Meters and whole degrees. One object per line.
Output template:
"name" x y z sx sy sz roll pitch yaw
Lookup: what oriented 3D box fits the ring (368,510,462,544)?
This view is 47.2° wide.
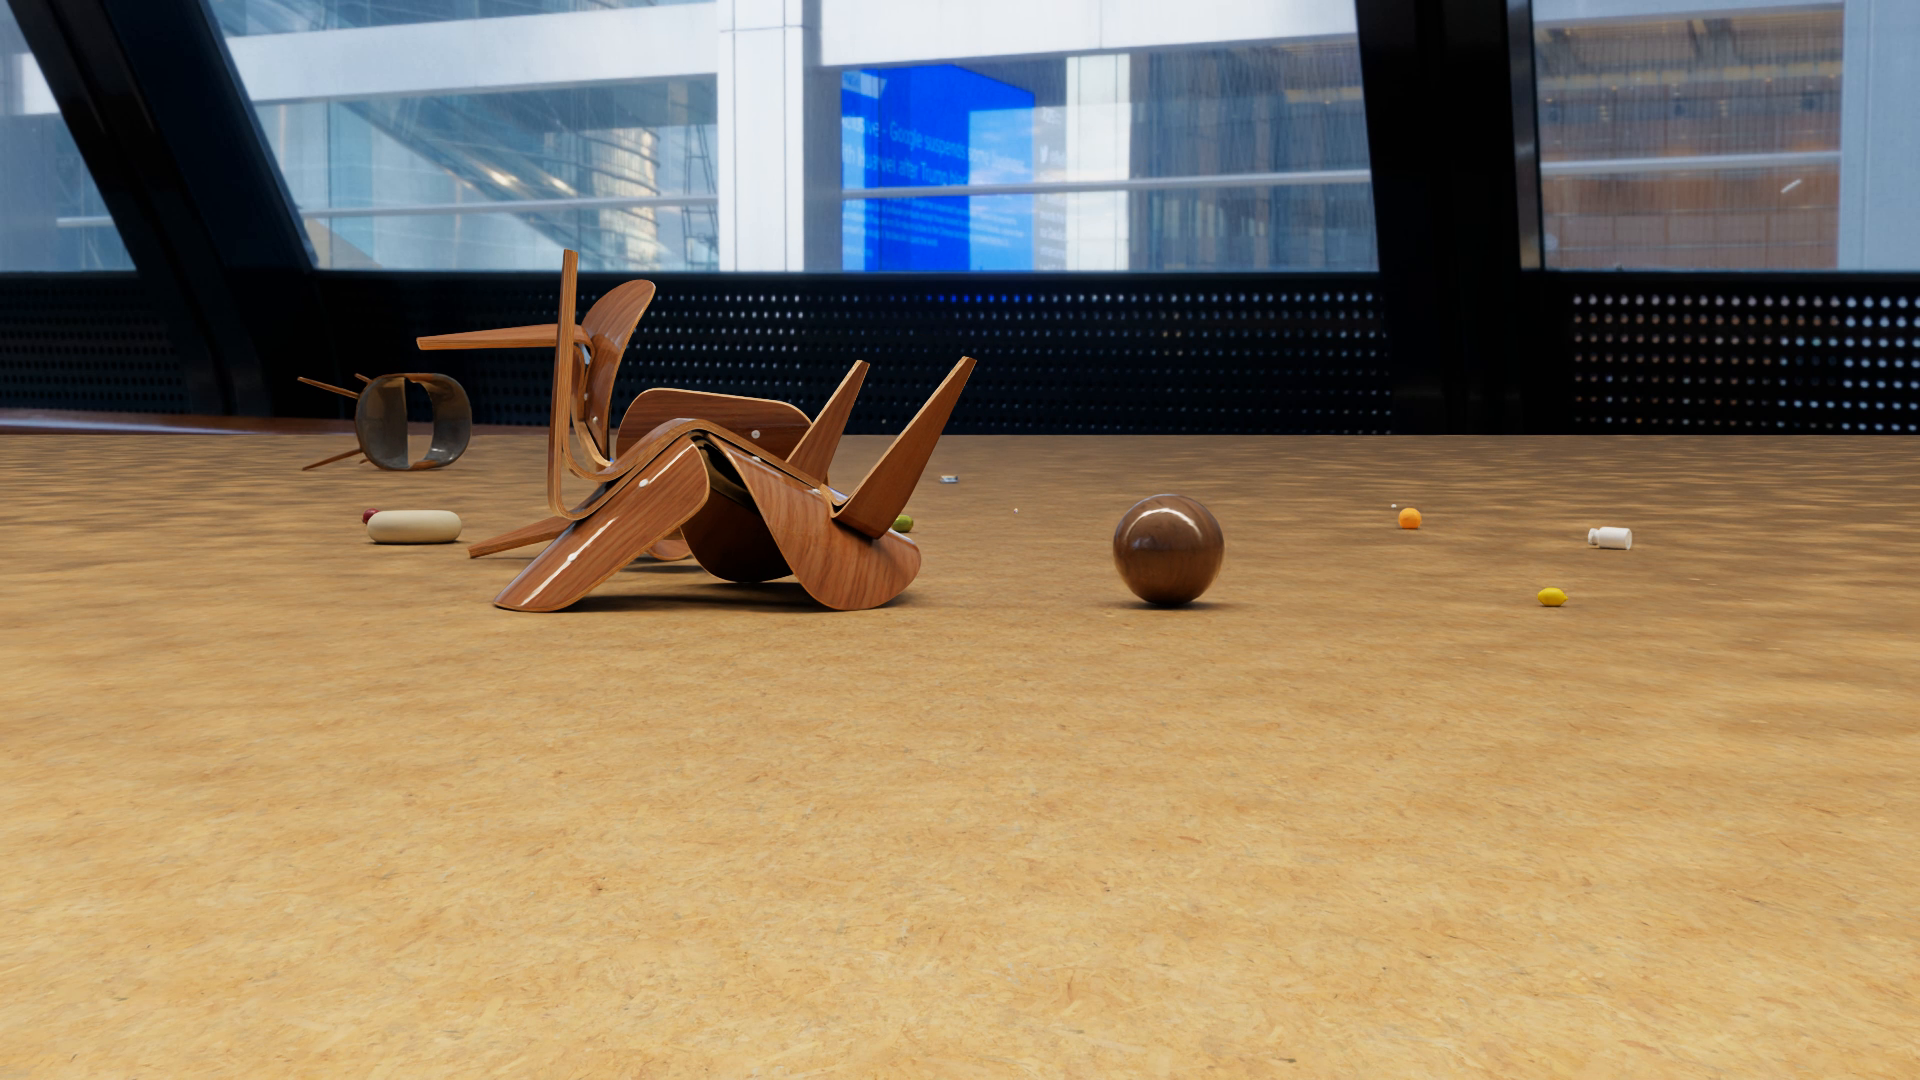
"ring" -1.597 -0.038 6.441 0.272 0.092 0.264 -2 3 -40

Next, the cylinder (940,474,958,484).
"cylinder" -0.055 -0.292 10.541 0.073 0.034 0.058 -19 25 -20

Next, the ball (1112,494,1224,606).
"ball" 0.432 0.020 4.555 0.232 0.232 0.232 0 4 0

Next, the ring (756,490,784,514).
"ring" -0.688 -0.135 7.931 0.074 0.083 0.121 7 19 21
